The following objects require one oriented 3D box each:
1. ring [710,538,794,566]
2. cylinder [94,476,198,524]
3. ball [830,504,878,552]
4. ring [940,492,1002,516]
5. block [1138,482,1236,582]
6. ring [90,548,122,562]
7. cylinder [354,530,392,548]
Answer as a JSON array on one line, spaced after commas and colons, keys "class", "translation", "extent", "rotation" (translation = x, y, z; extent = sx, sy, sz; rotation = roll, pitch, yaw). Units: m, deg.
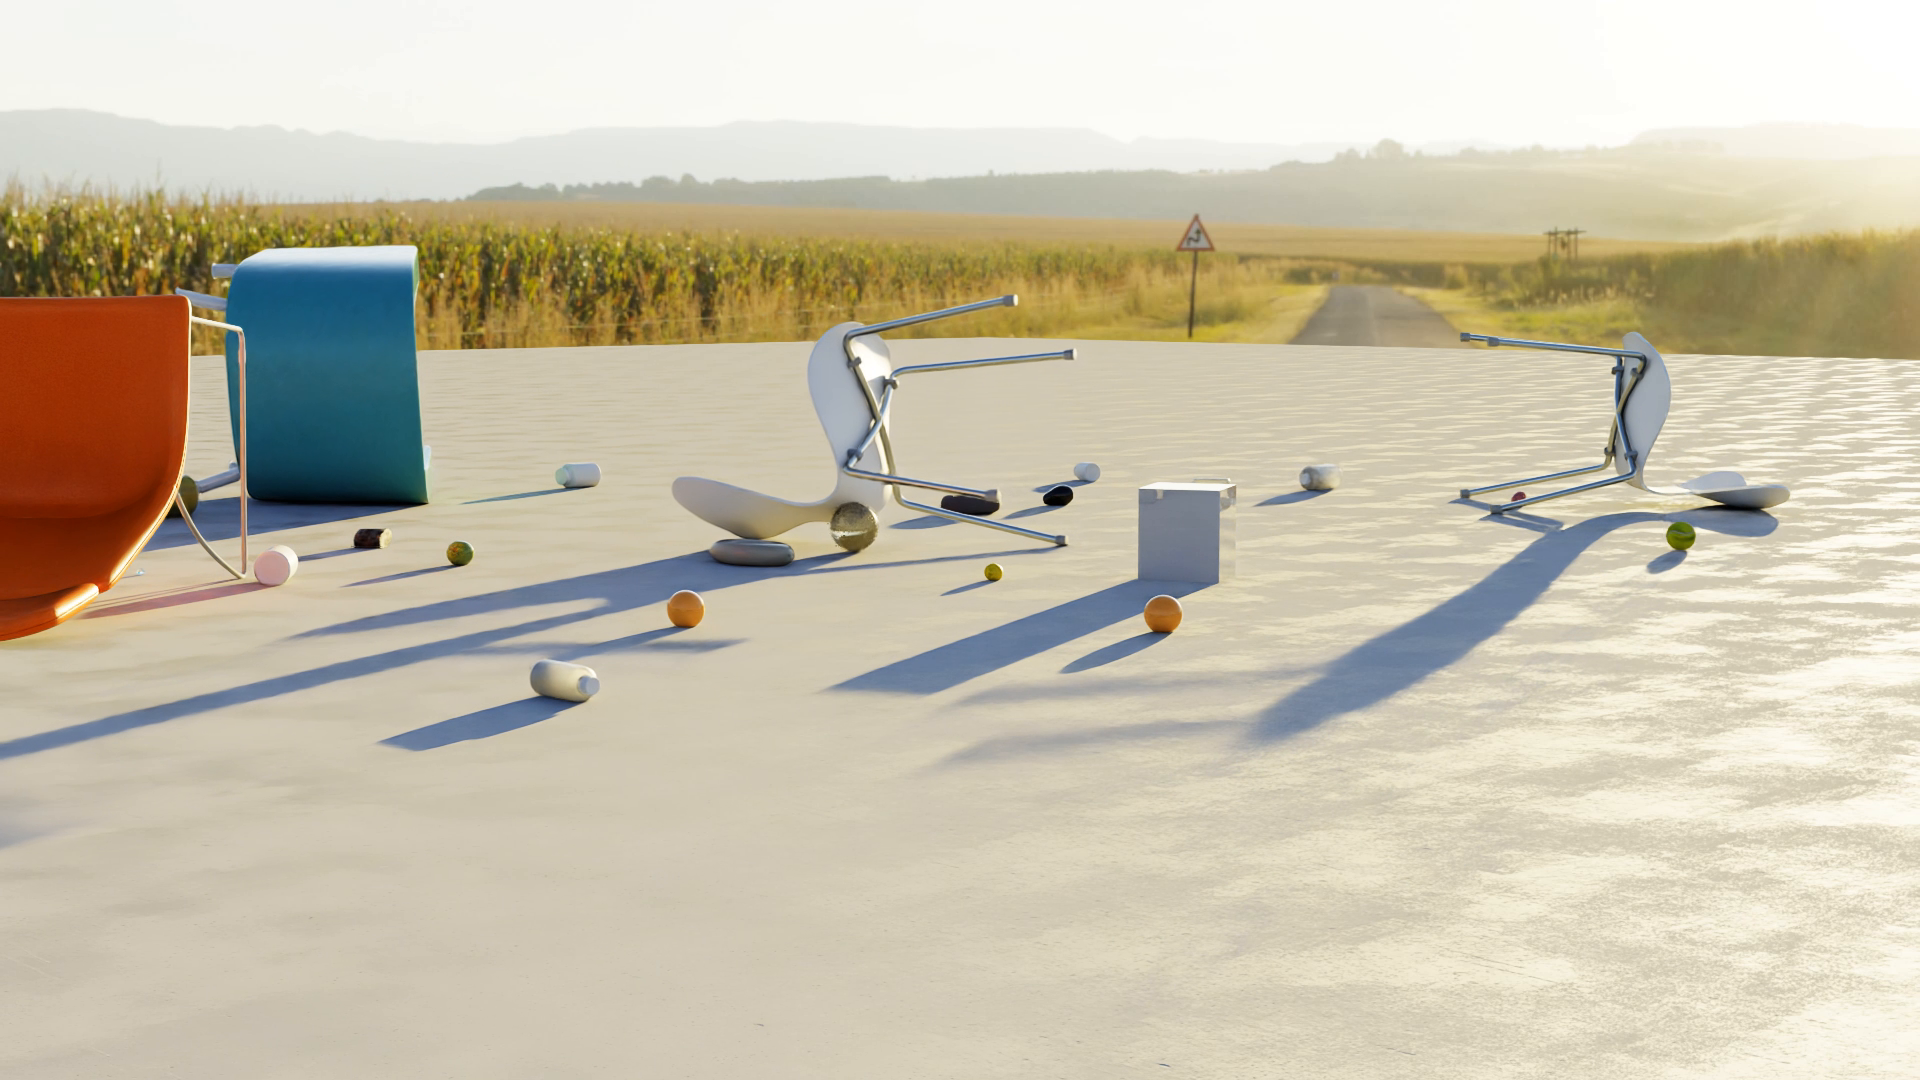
[{"class": "ring", "translation": [-0.476, 0.029, 5.880], "extent": [0.226, 0.052, 0.131], "rotation": [5, 6, 34]}, {"class": "cylinder", "translation": [-2.195, -0.111, 6.929], "extent": [0.113, 0.116, 0.256], "rotation": [-2, 3, 31]}, {"class": "ball", "translation": [-0.253, -0.031, 6.143], "extent": [0.116, 0.116, 0.116], "rotation": [0, 6, 0]}, {"class": "ring", "translation": [0.031, -0.102, 7.135], "extent": [0.155, 0.055, 0.184], "rotation": [4, 8, 44]}, {"class": "block", "translation": [0.498, -0.018, 5.612], "extent": [0.180, 0.199, 0.165], "rotation": [2, 6, 18]}, {"class": "ring", "translation": [-1.985, 0.035, 5.964], "extent": [0.060, 0.022, 0.106], "rotation": [2, 7, 12]}, {"class": "cylinder", "translation": [-1.428, -0.004, 6.240], "extent": [0.066, 0.042, 0.081], "rotation": [1, 12, 10]}]
